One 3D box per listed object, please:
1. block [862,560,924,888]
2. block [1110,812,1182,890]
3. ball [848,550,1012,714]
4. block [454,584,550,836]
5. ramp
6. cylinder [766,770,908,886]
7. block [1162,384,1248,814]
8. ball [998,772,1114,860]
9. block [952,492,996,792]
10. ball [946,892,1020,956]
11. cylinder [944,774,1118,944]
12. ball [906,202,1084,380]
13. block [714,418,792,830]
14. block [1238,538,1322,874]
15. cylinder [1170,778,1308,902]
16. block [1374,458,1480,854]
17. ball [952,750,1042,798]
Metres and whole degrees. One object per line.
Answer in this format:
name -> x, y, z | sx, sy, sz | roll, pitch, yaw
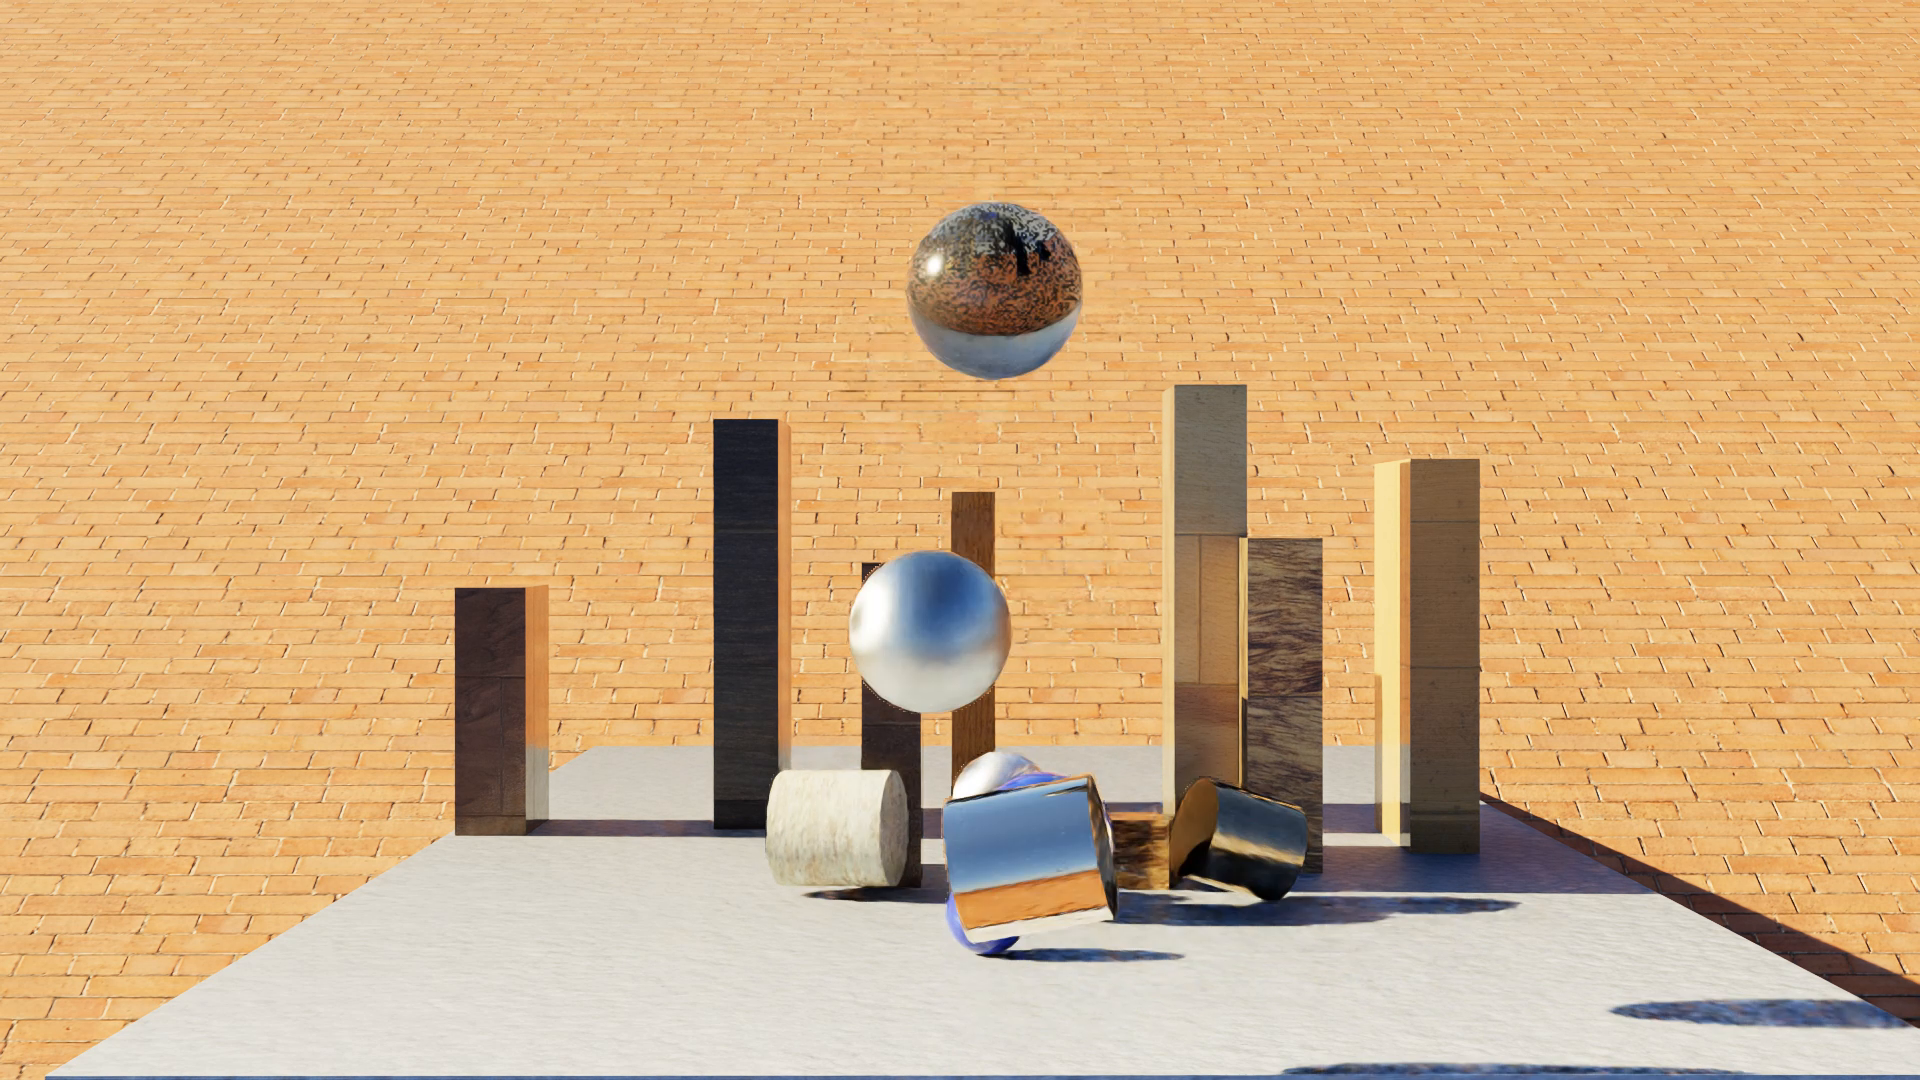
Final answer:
block -> -0.107, 0.286, 4.153 | 0.092, 0.505, 0.290 | 0, 0, 0
block -> 0.285, 0.486, 4.041 | 0.107, 0.107, 0.107 | 0, 0, 17
ball -> -0.035, 0.107, 3.030 | 0.192, 0.192, 0.192 | 0, 29, 0
block -> -0.853, 0.311, 4.827 | 0.129, 0.451, 0.266 | 0, 0, 0
ramp -> 0.066, 0.587, 4.636 | 2.000, 0.100, 4.000 | 0, 0, 0
cylinder -> -0.184, 0.438, 3.926 | 0.175, 0.175, 0.175 | -1, 28, 13
block -> 0.417, 0.139, 4.428 | 0.121, 0.797, 0.249 | 0, 0, 0
ball -> 0.121, 0.438, 3.741 | 0.205, 0.205, 0.205 | 0, 29, 0
block -> 0.026, 0.220, 5.142 | 0.084, 0.629, 0.280 | 0, 0, 0
ball -> 0.035, 0.488, 3.382 | 0.108, 0.108, 0.108 | 0, 29, 0
cylinder -> 0.073, 0.326, 2.649 | 0.149, 0.149, 0.149 | -11, 28, 8
ball -> 0.039, -0.277, 2.876 | 0.198, 0.198, 0.198 | 0, 29, 0
block -> -0.397, 0.155, 4.982 | 0.120, 0.761, 0.382 | 0, 0, 0
block -> 0.525, 0.267, 4.346 | 0.122, 0.542, 0.342 | 0, 0, 0
cylinder -> 0.414, 0.446, 3.843 | 0.150, 0.150, 0.150 | 19, 24, -20
block -> 0.830, 0.198, 4.617 | 0.119, 0.676, 0.377 | 0, 0, 0
ball -> 0.073, 0.451, 4.466 | 0.173, 0.173, 0.173 | 0, 29, 0
